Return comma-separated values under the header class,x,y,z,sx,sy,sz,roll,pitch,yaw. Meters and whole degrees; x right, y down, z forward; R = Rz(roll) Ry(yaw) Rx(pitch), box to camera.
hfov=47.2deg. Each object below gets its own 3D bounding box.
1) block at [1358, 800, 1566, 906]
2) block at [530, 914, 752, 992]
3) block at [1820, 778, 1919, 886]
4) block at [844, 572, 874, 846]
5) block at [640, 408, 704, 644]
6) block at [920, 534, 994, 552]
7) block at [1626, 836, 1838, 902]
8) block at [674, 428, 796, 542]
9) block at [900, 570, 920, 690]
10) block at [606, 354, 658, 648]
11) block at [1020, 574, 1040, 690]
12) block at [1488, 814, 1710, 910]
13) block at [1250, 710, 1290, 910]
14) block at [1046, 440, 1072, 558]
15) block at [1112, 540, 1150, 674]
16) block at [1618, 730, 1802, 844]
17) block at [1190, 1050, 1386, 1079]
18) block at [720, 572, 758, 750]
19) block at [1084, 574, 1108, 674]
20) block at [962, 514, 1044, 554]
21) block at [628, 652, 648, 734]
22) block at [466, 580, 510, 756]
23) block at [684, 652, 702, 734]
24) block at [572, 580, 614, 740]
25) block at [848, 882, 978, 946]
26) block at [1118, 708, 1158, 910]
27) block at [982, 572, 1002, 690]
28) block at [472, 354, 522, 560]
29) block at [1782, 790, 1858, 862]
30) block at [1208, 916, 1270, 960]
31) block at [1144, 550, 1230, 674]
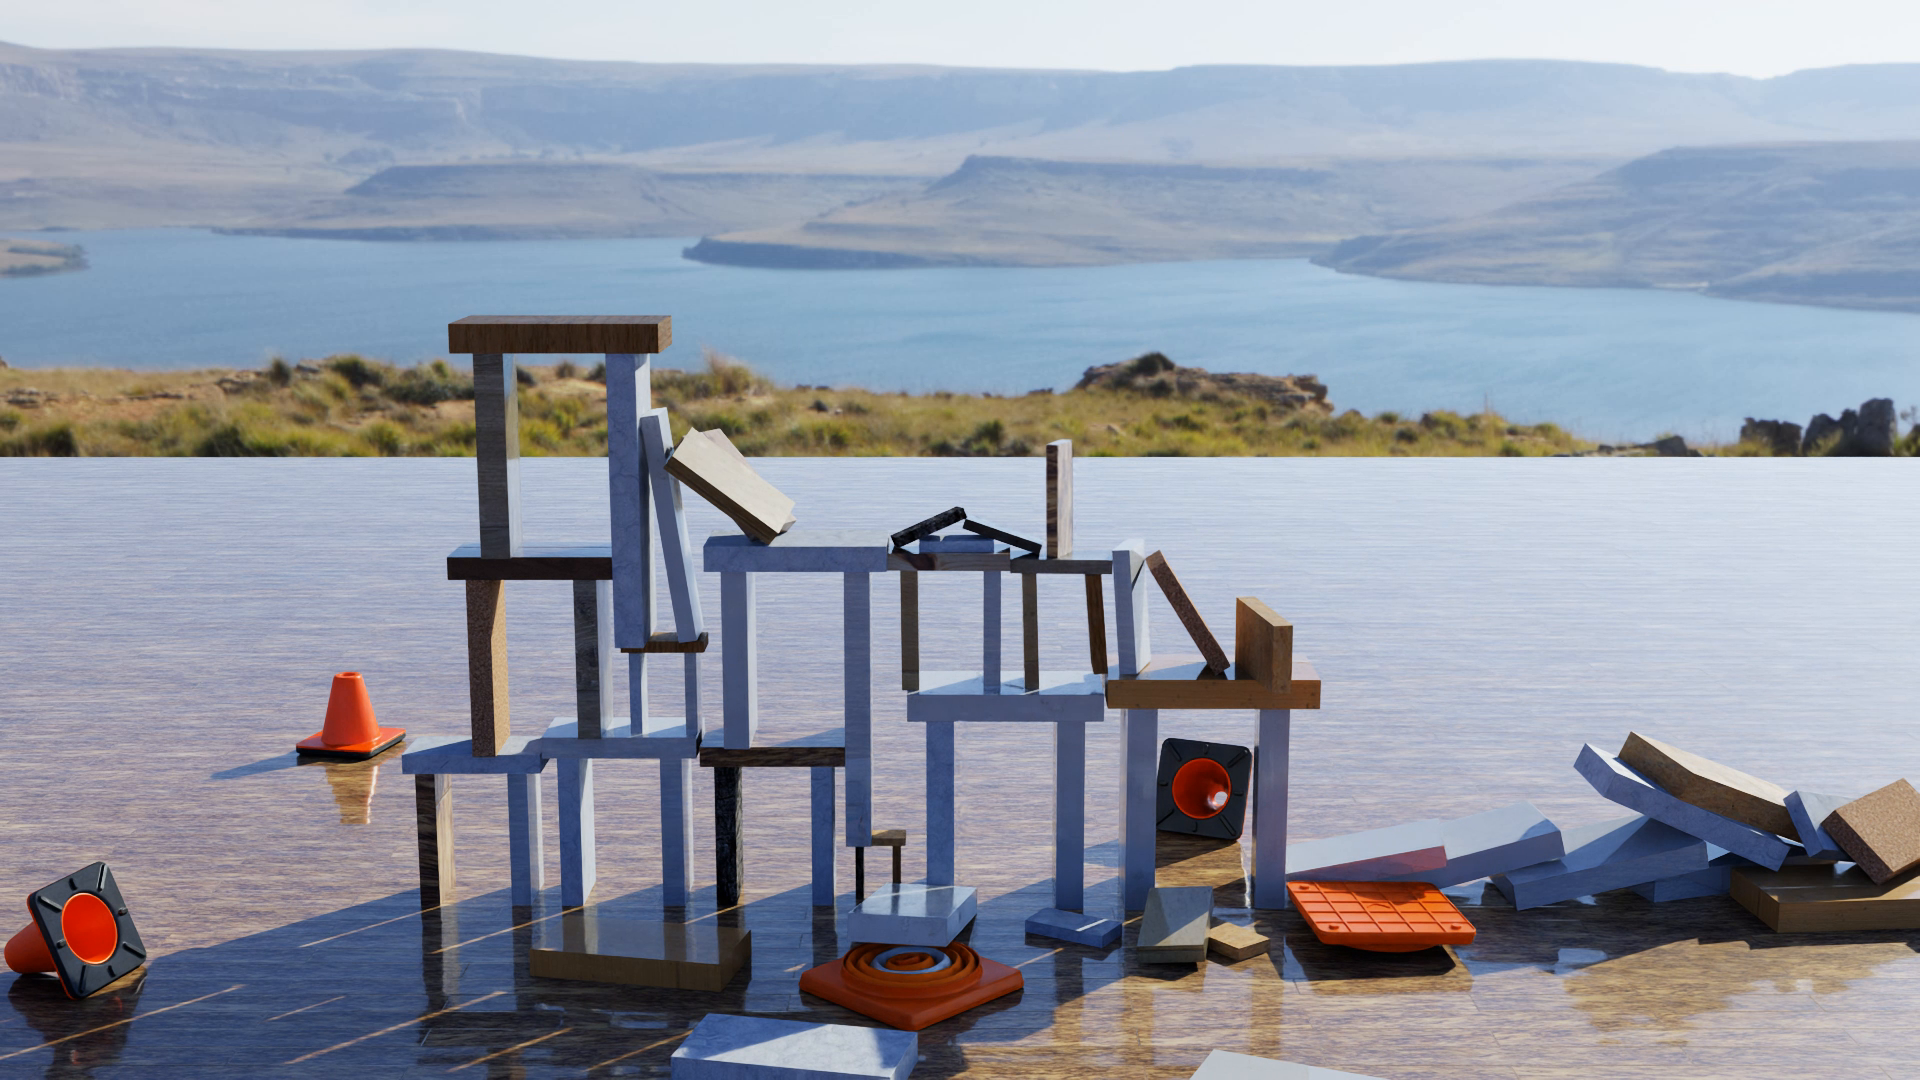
class,x,y,z,sx,sy,sz,roll,pitch,yaw
block,0.828,0.524,3.689,0.325,0.046,0.162,-14,11,-2
block,-0.485,0.628,3.349,0.301,0.043,0.150,2,11,12
block,1.553,0.484,3.668,0.262,0.037,0.131,-10,52,-43
block,-0.166,0.262,3.612,0.041,0.456,0.146,0,11,-1
block,-0.465,-0.025,3.557,0.029,0.369,0.104,-8,10,1
block,-0.006,0.005,3.558,0.120,0.017,0.060,0,11,-2
block,1.291,0.548,3.761,0.367,0.049,0.175,-3,11,-18
block,-0.367,-0.091,3.594,0.207,0.029,0.104,49,28,13
block,-0.081,0.137,3.586,0.028,0.197,0.099,-1,11,0
block,-0.529,-0.074,3.545,0.046,0.471,0.163,0,11,0
block,0.114,0.140,3.586,0.023,0.191,0.082,-2,11,0
block,1.056,0.531,3.666,0.325,0.046,0.162,-12,14,-2
block,0.514,0.421,3.649,0.048,0.340,0.170,1,11,5
block,0.161,-0.067,3.555,0.020,0.183,0.069,4,11,23
block,0.279,0.108,3.578,0.029,0.203,0.102,-1,10,18
block,1.304,0.427,3.723,0.349,0.049,0.175,20,11,-24
block,0.497,0.727,2.849,0.385,0.031,0.109,5,11,23
block,-0.361,0.181,3.597,0.041,0.292,0.146,0,11,0
block,0.221,0.129,3.581,0.023,0.164,0.082,-5,10,1
block,0.070,-0.010,3.574,0.131,0.017,0.060,19,9,1
block,-0.527,0.243,3.604,0.019,0.135,0.068,0,11,0
block,-0.771,0.195,3.594,0.037,0.292,0.131,0,11,-1
block,-0.437,0.243,3.604,0.019,0.135,0.068,0,11,0
block,-0.598,0.181,3.590,0.037,0.262,0.131,0,11,0
block,-0.070,0.582,3.430,0.150,0.043,0.316,2,0,9
block,0.294,0.422,3.642,0.048,0.340,0.170,0,11,0
block,0.052,0.137,3.586,0.028,0.197,0.099,0,11,0
block,-0.741,-0.145,3.532,0.046,0.326,0.163,-1,11,-4
block,1.479,0.483,3.680,0.219,0.109,0.031,10,-39,-33
block,0.412,0.622,3.444,0.069,0.020,0.138,-8,13,-38
block,0.370,0.117,3.576,0.029,0.203,0.102,-32,9,6
